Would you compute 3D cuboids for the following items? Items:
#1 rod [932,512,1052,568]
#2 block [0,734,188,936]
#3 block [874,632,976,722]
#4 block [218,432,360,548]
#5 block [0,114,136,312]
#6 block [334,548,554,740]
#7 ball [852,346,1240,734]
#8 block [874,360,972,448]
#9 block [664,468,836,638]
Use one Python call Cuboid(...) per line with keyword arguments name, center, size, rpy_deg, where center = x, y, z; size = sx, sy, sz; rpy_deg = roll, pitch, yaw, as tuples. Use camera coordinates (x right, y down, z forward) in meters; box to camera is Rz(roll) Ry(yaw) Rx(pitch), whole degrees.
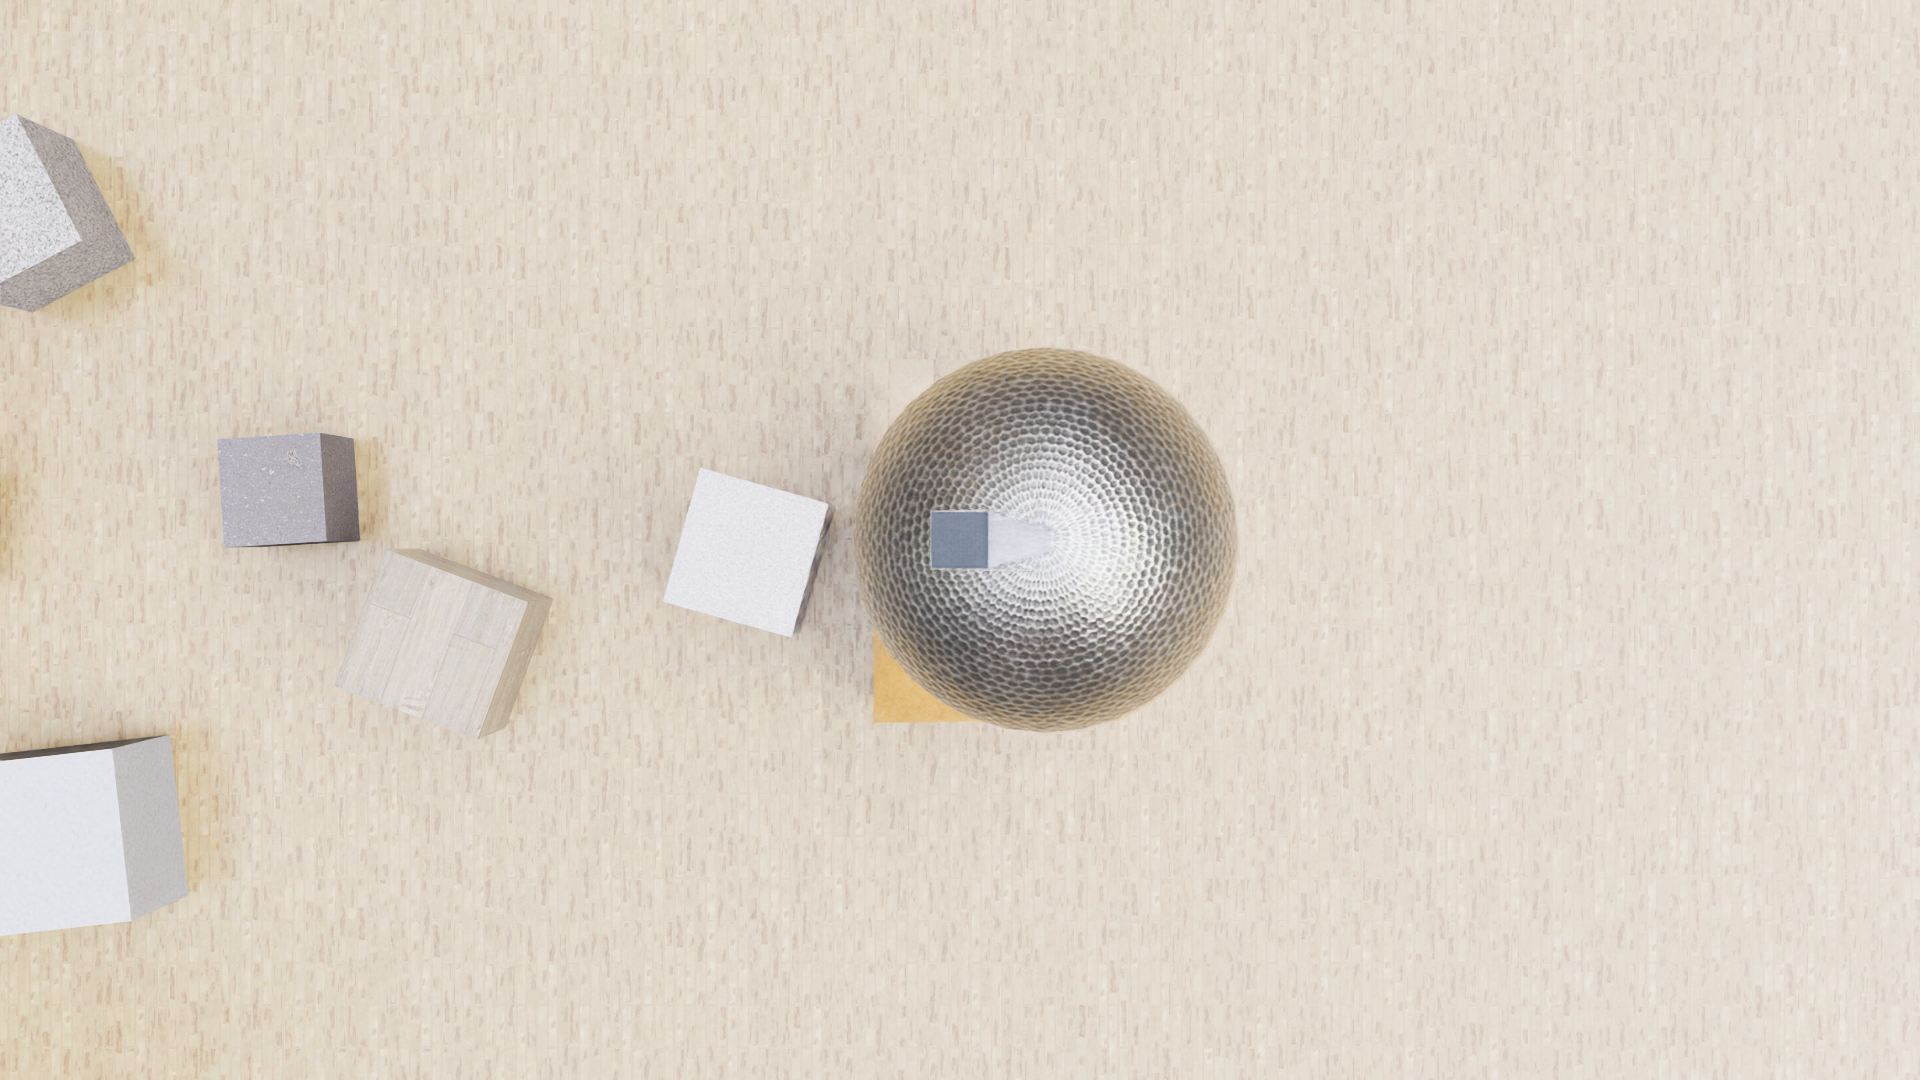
Cuboid(name="rod", center=(0.152, 0.000, 5.722), size=(0.080, 5.200, 0.080), rpy_deg=(0, 90, 3))
Cuboid(name="block", center=(-5.120, 1.681, 12.553), size=(1.015, 0.893, 0.955), rpy_deg=(-6, 90, 0))
Cuboid(name="block", center=(0.007, 0.492, 12.484), size=(0.951, 1.031, 1.003), rpy_deg=(0, 90, 0))
Cuboid(name="block", center=(-3.852, -0.279, 12.655), size=(0.575, 0.691, 0.608), rpy_deg=(-4, 90, 0))
Cuboid(name="block", center=(-5.361, -1.855, 12.600), size=(0.691, 0.800, 0.792), rpy_deg=(-27, 90, 0))
Cuboid(name="block", center=(-2.942, 0.580, 12.615), size=(0.851, 0.770, 0.815), rpy_deg=(20, 90, 0))
Cuboid(name="ball", center=(0.351, 0.000, 9.116), size=(1.600, 1.600, 1.600), rpy_deg=(0, 90, 0))
Cuboid(name="block", center=(-0.020, -0.507, 12.557), size=(0.916, 0.885, 0.974), rpy_deg=(0, 90, 0))
Cuboid(name="block", center=(-1.197, 0.071, 12.641), size=(0.744, 0.717, 0.776), rpy_deg=(16, 90, 0))
